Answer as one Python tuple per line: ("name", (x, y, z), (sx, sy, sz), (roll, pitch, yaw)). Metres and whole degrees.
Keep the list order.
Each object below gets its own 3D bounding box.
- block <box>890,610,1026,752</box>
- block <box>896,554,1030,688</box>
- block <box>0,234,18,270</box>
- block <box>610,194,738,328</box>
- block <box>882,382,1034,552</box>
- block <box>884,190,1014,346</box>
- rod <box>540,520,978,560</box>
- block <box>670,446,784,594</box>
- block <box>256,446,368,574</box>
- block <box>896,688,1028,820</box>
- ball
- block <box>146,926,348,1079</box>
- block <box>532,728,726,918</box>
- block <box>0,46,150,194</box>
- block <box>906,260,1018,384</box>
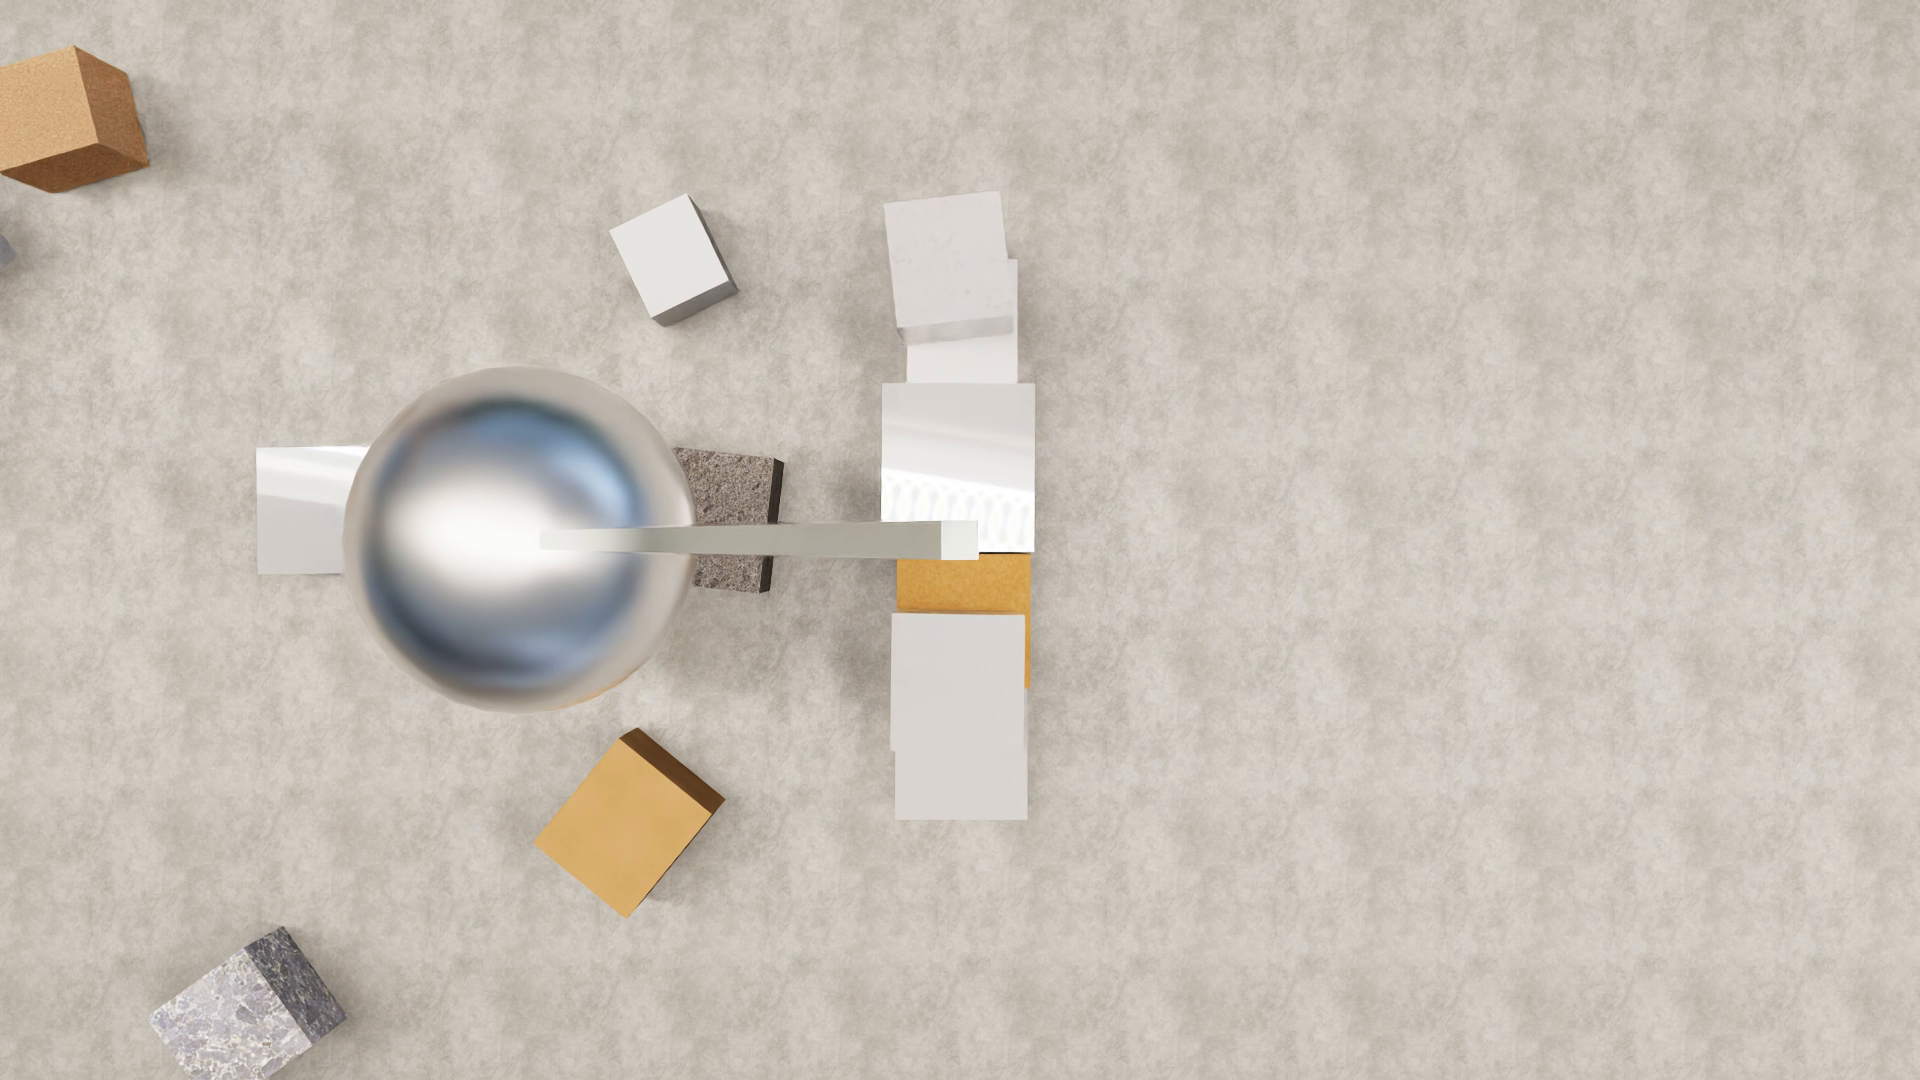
("block", (-0.012, 0.753, 11.932), (0.701, 0.694, 0.723), (1, 90, 0))
("block", (0.021, 0.452, 12.640), (0.746, 0.721, 0.746), (0, 90, 0))
("block", (-6.006, -1.715, 12.664), (0.629, 0.672, 0.632), (-42, 90, 0))
("block", (-1.642, -1.606, 12.702), (0.486, 0.597, 0.545), (-26, 90, 0))
("block", (-0.010, -0.404, 12.605), (0.847, 0.791, 0.932), (0, 90, 0))
("block", (-0.058, -1.472, 12.008), (0.620, 0.683, 0.669), (-6, 87, 0))
("rod", (-0.871, 0.000, 6.893), (0.080, 5.200, 0.080), (0, 90, -20))
("block", (-1.450, -0.120, 12.646), (0.743, 0.708, 0.762), (6, 90, 0))
("block", (-3.588, -0.166, 12.684), (0.731, 0.631, 0.713), (-1, 90, 0))
("block", (0.007, 1.202, 12.674), (0.742, 0.652, 0.737), (0, 90, 0))
("ball", (-2.009, 0.000, 10.097), (1.600, 1.600, 1.600), (0, 90, 0))
("block", (-4.079, 2.744, 12.638), (0.667, 0.724, 0.667), (-36, 90, 0))
("block", (-1.886, 1.612, 12.640), (0.676, 0.721, 0.757), (39, 90, 0))
("block", (-5.155, -2.404, 12.639), (0.610, 0.656, 0.570), (-15, 87, 4))
("block", (0.012, -1.226, 12.675), (0.619, 0.641, 0.696), (0, 89, 0))
